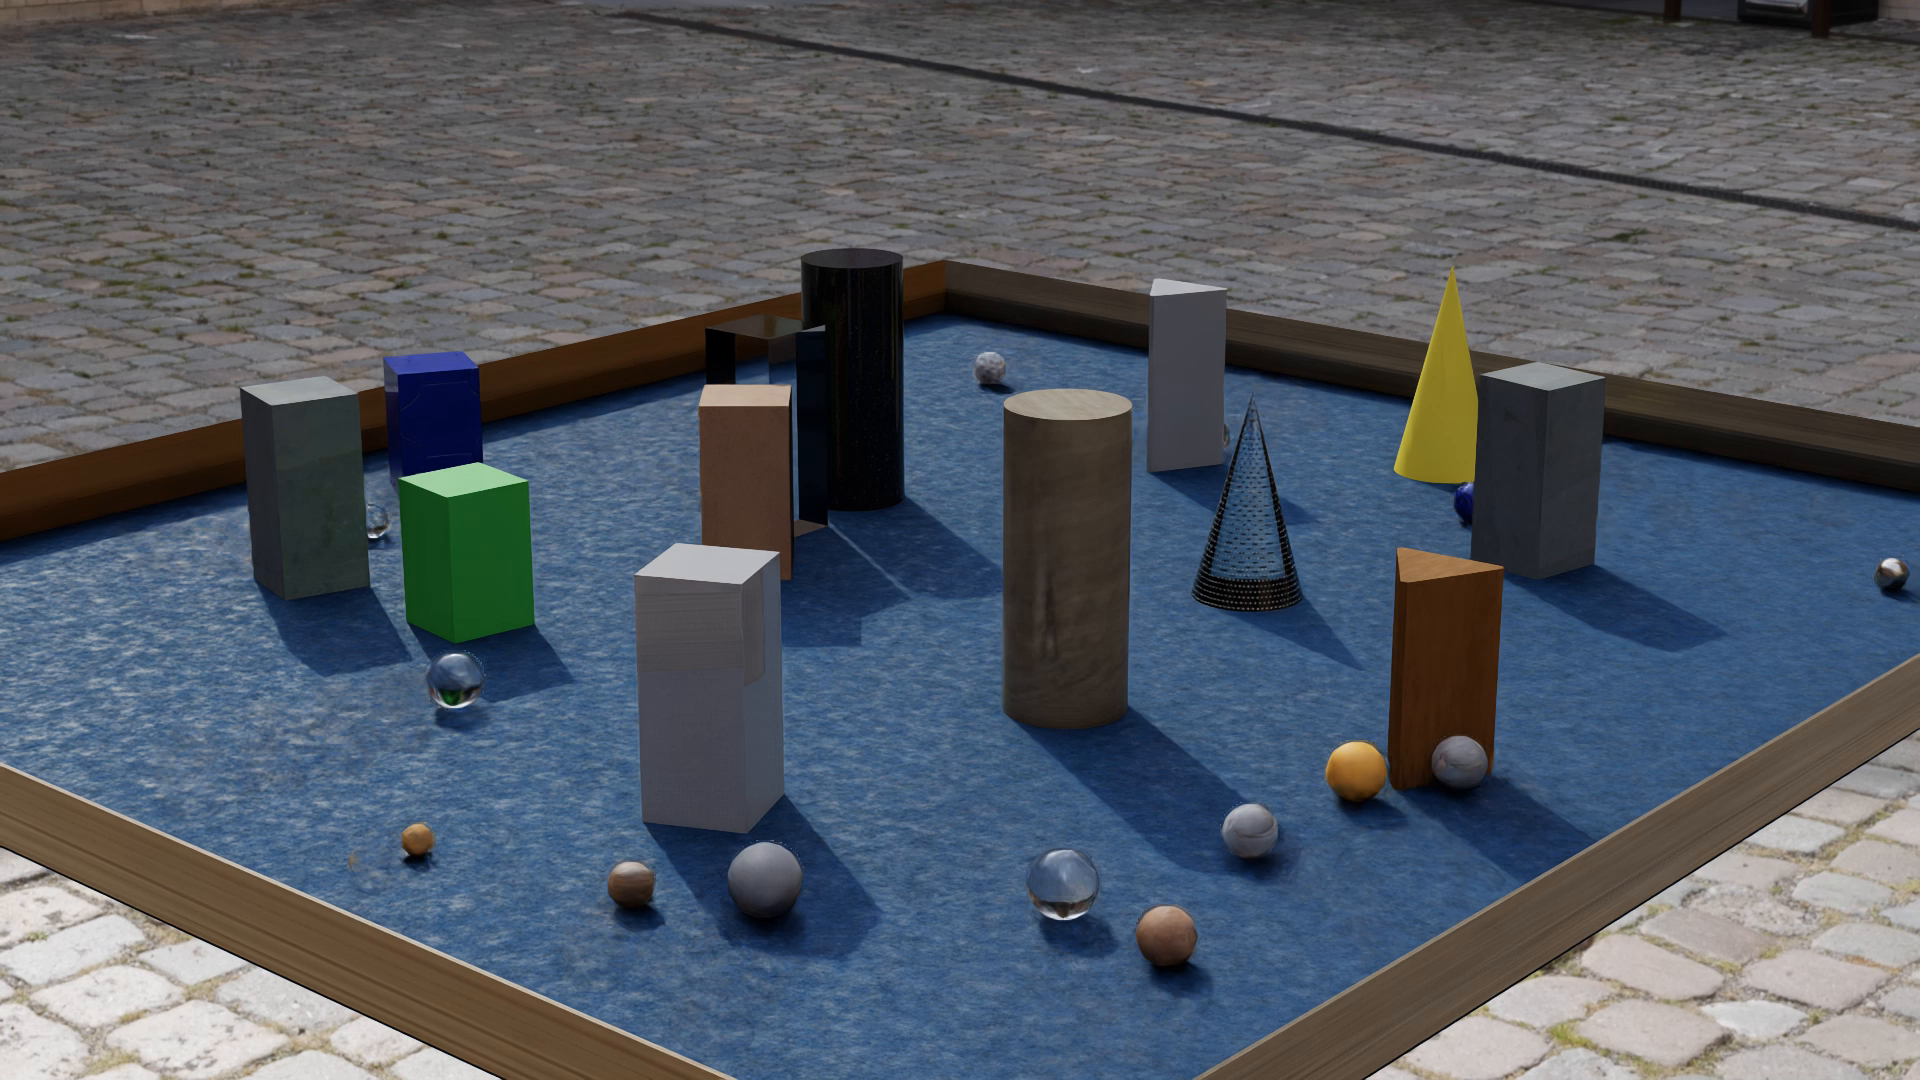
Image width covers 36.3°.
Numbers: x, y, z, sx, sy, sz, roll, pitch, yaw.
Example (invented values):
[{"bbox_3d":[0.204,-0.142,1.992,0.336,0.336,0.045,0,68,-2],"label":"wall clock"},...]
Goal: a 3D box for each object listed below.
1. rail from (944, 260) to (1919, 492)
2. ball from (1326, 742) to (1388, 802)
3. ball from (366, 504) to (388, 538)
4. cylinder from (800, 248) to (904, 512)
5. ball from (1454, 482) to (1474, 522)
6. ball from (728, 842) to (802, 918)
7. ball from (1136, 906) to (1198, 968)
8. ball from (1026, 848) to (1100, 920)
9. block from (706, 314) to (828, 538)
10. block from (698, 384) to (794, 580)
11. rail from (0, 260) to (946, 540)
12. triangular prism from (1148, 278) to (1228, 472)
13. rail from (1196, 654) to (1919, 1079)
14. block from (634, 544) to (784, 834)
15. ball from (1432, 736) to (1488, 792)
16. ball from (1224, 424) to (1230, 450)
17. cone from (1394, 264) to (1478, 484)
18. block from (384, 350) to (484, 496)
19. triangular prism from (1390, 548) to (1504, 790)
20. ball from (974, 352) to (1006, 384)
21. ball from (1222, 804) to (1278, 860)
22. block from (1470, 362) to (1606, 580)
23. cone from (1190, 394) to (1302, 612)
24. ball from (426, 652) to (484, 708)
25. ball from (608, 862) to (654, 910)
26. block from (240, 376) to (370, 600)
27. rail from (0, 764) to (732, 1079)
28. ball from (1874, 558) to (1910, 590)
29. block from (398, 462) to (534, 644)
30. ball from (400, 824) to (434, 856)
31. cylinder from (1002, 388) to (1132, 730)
[{"bbox_3d":[1.119,-0.340,6.354,3.109,0.127,0.045,14,22,39],"label":"rail"},{"bbox_3d":[0.568,0.332,4.198,0.087,0.087,0.087,0,17,0],"label":"ball"},{"bbox_3d":[-1.095,-0.035,5.457,0.063,0.063,0.063,0,17,0],"label":"ball"},{"bbox_3d":[-0.206,-0.310,5.658,0.196,0.474,0.196,0,17,0],"label":"cylinder"},{"bbox_3d":[0.973,-0.071,5.552,0.077,0.077,0.077,0,17,0],"label":"ball"},{"bbox_3d":[-0.253,0.442,3.813,0.098,0.098,0.098,0,17,0],"label":"ball"},{"bbox_3d":[0.259,0.496,3.671,0.076,0.076,0.076,0,17,0],"label":"ball"},{"bbox_3d":[0.134,0.446,3.806,0.095,0.095,0.095,0,17,0],"label":"ball"},{"bbox_3d":[-0.360,-0.209,5.470,0.157,0.388,0.157,13,21,37],"label":"block"},{"bbox_3d":[-0.380,-0.104,5.243,0.157,0.319,0.157,0,17,-1],"label":"block"},{"bbox_3d":[-1.156,-0.258,6.081,0.045,0.127,3.461,14,22,39],"label":"rail"},{"bbox_3d":[0.428,-0.339,5.948,0.170,0.361,0.147,-7,18,-22],"label":"triangular prism"},{"bbox_3d":[1.156,0.322,4.159,0.045,0.127,3.461,14,22,39],"label":"rail"},{"bbox_3d":[-0.351,0.207,4.131,0.157,0.365,0.157,5,17,15],"label":"block"},{"bbox_3d":[0.720,0.322,4.230,0.080,0.080,0.080,0,17,0],"label":"ball"},{"bbox_3d":[0.518,-0.212,6.017,0.074,0.074,0.074,0,17,0],"label":"ball"},{"bbox_3d":[0.974,-0.343,5.855,0.196,0.423,0.196,0,17,0],"label":"cone"},{"bbox_3d":[-1.029,-0.221,5.736,0.157,0.258,0.157,-6,18,-20],"label":"block"},{"bbox_3d":[0.677,0.181,4.302,0.170,0.316,0.147,-7,18,-23],"label":"triangular prism"},{"bbox_3d":[0.067,-0.386,6.602,0.075,0.075,0.075,0,17,0],"label":"ball"},{"bbox_3d":[0.396,0.398,3.998,0.077,0.077,0.077,0,17,0],"label":"ball"},{"bbox_3d":[1.038,-0.126,5.268,0.157,0.347,0.157,-13,21,-37],"label":"block"},{"bbox_3d":[0.502,-0.079,5.082,0.196,0.363,0.196,0,17,0],"label":"cone"},{"bbox_3d":[-0.788,0.218,4.571,0.089,0.089,0.089,0,17,0],"label":"ball"},{"bbox_3d":[-0.431,0.452,3.842,0.062,0.062,0.062,0,17,0],"label":"ball"},{"bbox_3d":[-1.151,-0.093,5.153,0.157,0.349,0.157,-11,20,-31],"label":"block"},{"bbox_3d":[-1.119,0.404,3.886,3.109,0.127,0.045,14,22,39],"label":"rail"},{"bbox_3d":[1.637,0.060,5.150,0.058,0.058,0.058,0,17,0],"label":"ball"},{"bbox_3d":[-0.832,0.020,4.947,0.157,0.253,0.157,-14,22,-39],"label":"block"},{"bbox_3d":[-0.743,0.411,4.012,0.044,0.044,0.044,0,17,0],"label":"ball"},{"bbox_3d":[0.164,0.028,4.512,0.196,0.488,0.196,0,17,0],"label":"cylinder"}]
